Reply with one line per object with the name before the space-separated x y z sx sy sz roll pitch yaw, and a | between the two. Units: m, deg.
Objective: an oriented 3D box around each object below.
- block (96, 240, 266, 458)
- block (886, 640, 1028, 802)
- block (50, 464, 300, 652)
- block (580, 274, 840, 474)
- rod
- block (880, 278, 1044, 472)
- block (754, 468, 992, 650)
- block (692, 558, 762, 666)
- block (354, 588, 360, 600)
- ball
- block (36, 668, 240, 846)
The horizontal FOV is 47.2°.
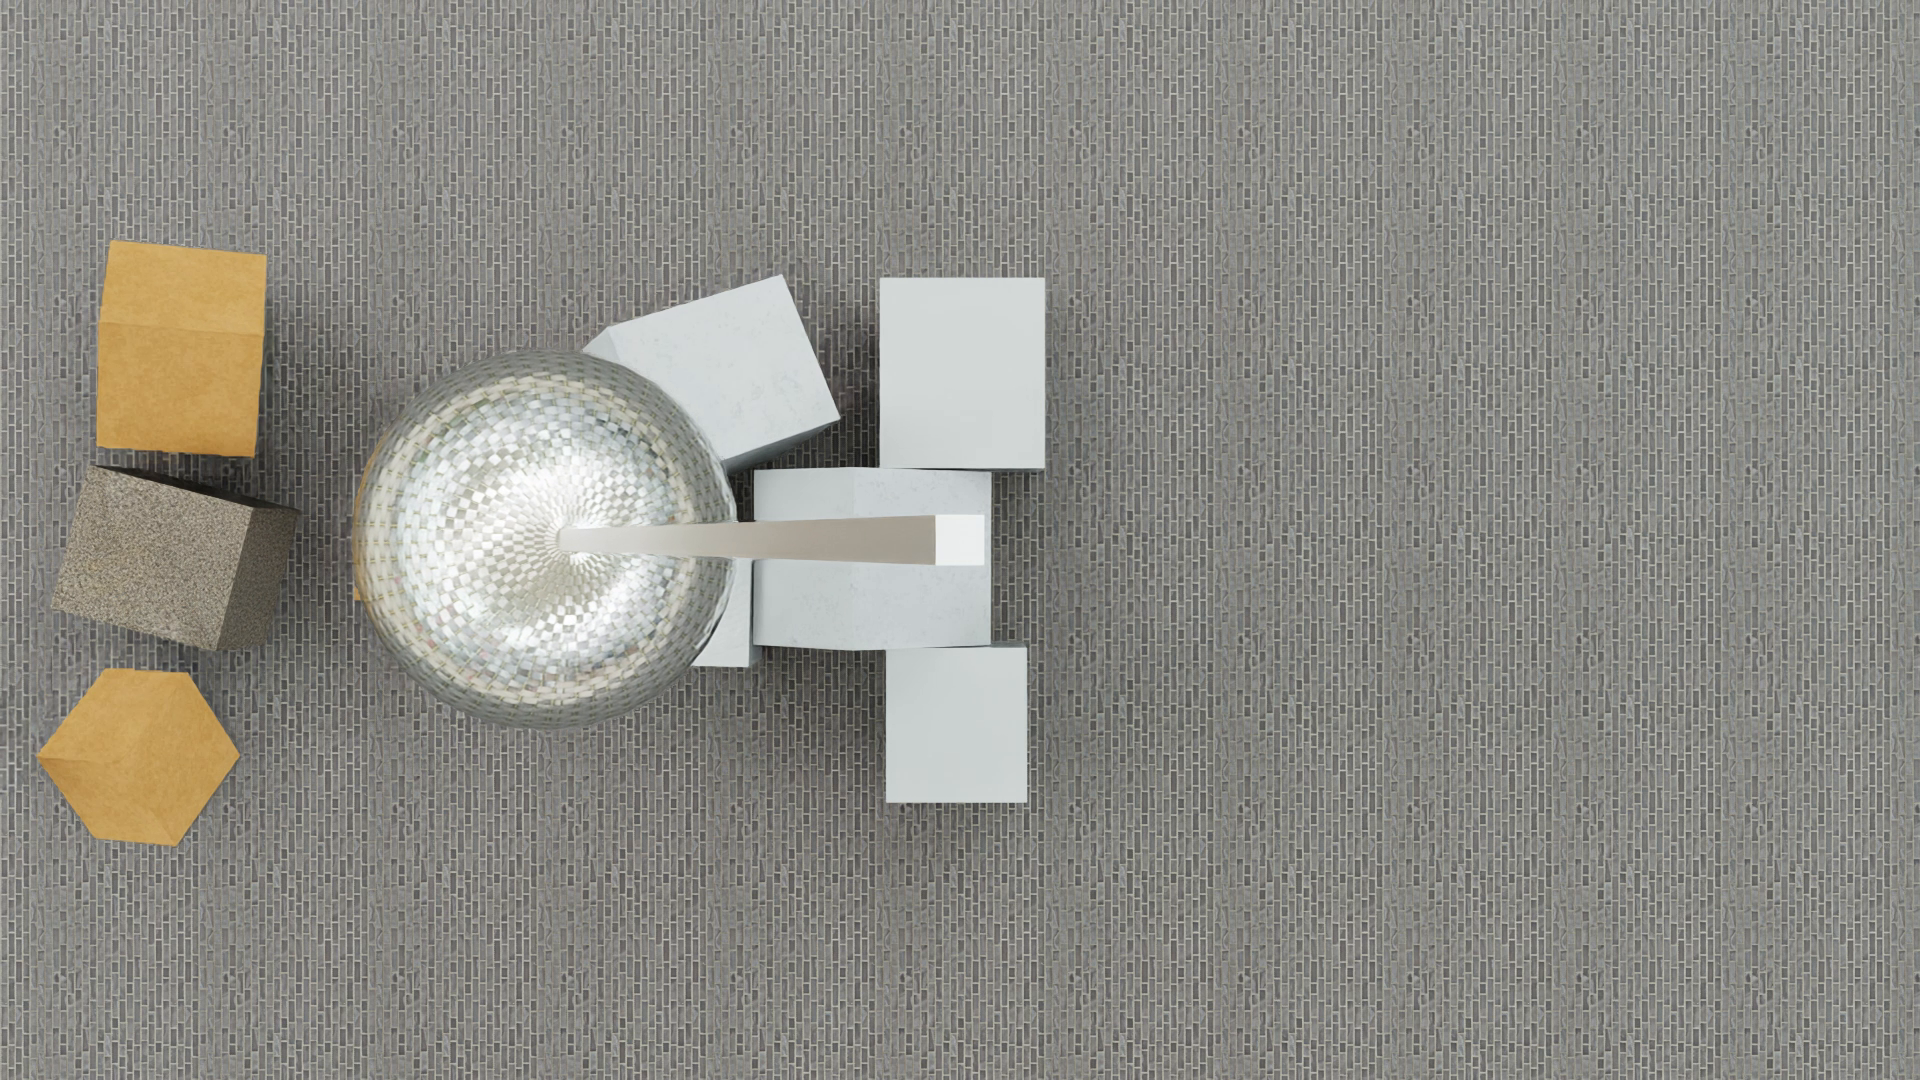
block | -4.353 -1.065 12.322 0.831 0.814 0.827 4 128 -19
block | -0.019 1.024 12.583 0.779 0.834 0.856 0 90 0
block | -4.458 0.099 12.563 0.942 0.875 0.820 15 90 0
block | -1.482 -0.804 12.313 1.102 0.934 0.867 -22 89 -31
rod | -0.750 0.000 5.982 0.080 5.200 0.080 0 90 -17
block | 0.013 -0.925 12.588 0.912 0.824 1.054 0 90 0
block | -0.489 0.100 12.338 1.034 0.840 0.974 0 90 -44
block | -1.596 0.295 12.576 0.870 0.849 0.795 1 90 0
block | -2.750 -0.031 12.514 1.007 0.973 0.883 9 90 0
ball | -1.730 0.000 9.237 1.600 1.600 1.600 0 90 0
block | -4.570 1.203 12.265 0.578 0.682 0.664 2 133 22
